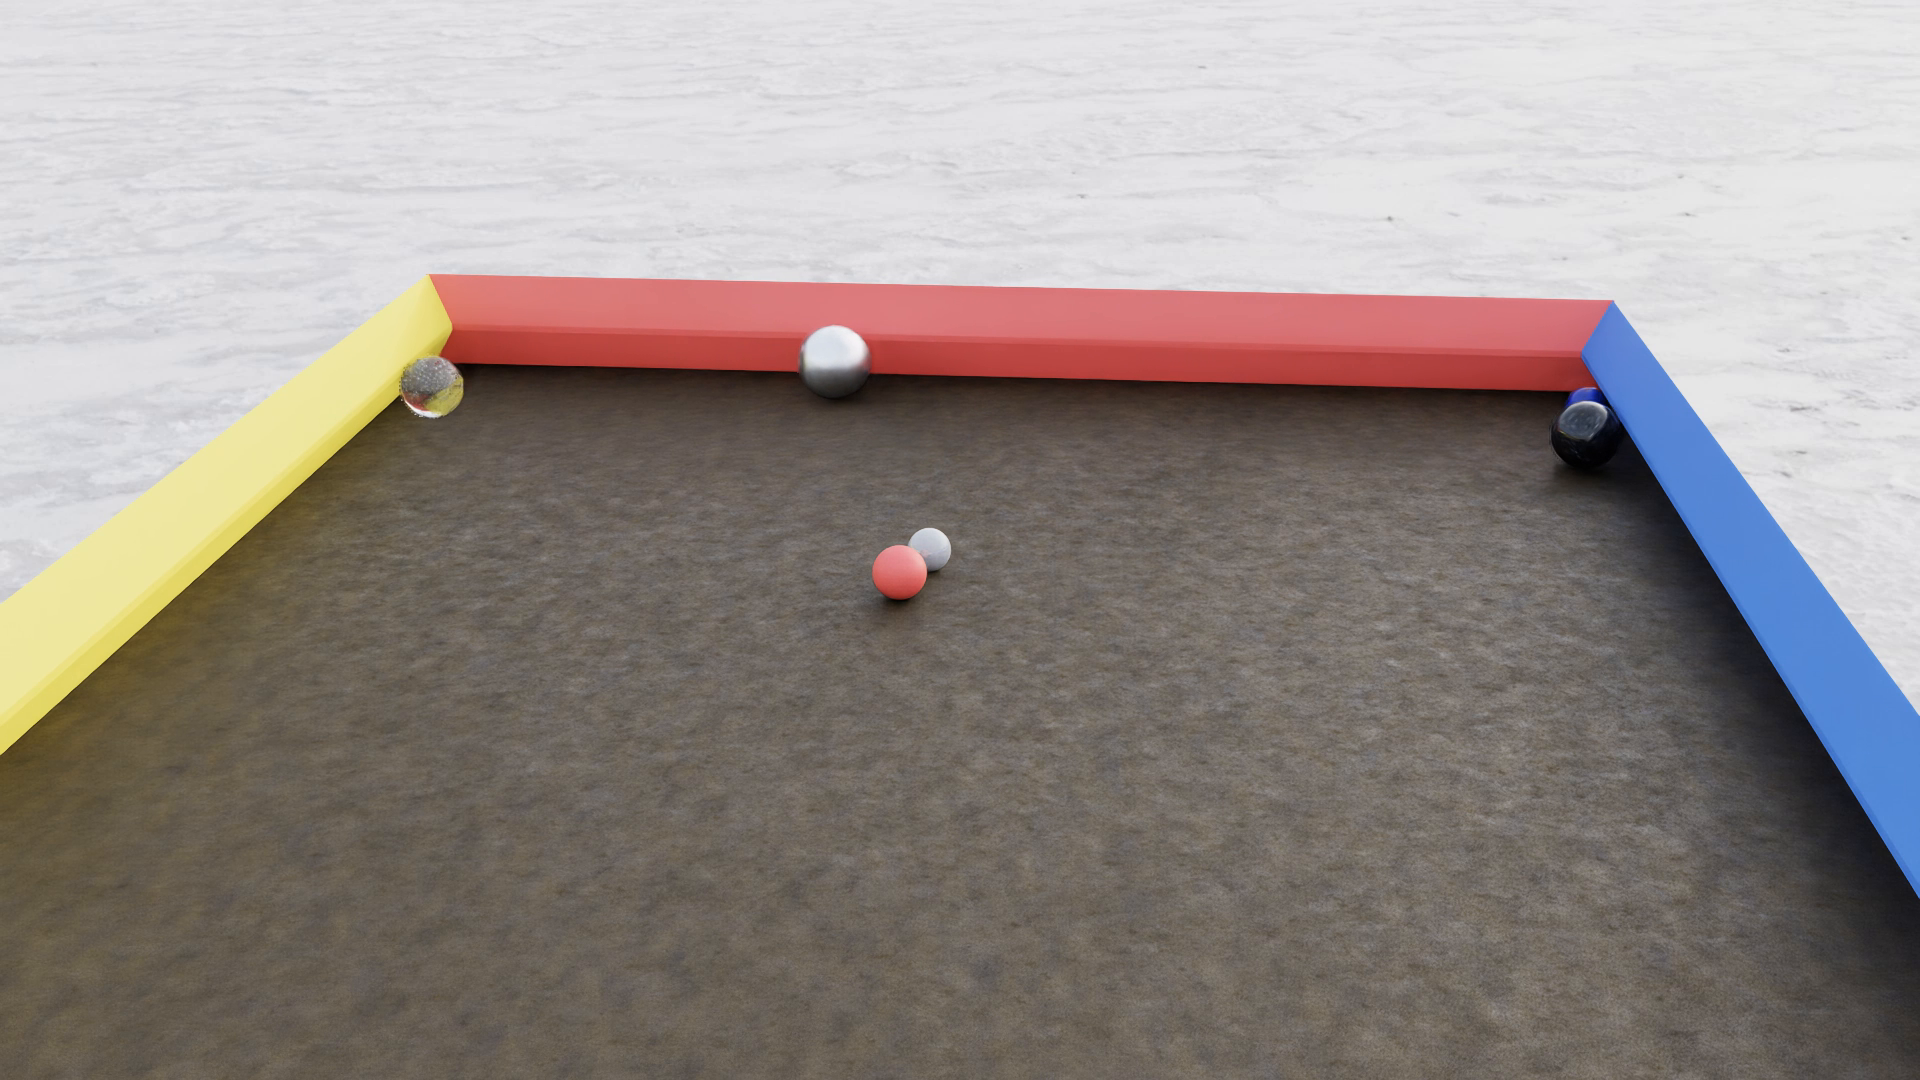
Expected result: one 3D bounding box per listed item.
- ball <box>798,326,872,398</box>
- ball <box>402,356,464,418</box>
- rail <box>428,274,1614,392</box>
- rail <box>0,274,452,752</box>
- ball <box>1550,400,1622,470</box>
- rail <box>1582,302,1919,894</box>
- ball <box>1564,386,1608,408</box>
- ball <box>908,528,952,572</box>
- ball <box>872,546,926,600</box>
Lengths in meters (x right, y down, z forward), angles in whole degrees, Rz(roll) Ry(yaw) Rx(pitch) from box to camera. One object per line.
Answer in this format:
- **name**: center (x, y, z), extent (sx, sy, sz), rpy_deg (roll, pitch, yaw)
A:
- **ball**: center (-0.172, -0.246, 3.027), extent (0.100, 0.100, 0.100), rpy_deg (0, 21, 0)
- **ball**: center (-0.706, -0.206, 2.947), extent (0.083, 0.083, 0.083), rpy_deg (0, 21, 0)
- **rail**: center (0.064, -0.287, 3.090), extent (1.670, 0.130, 0.045), rpy_deg (2, 21, 5)
- **rail**: center (-0.875, 0.211, 1.787), extent (0.045, 0.130, 2.993), rpy_deg (2, 21, 5)
- **ball**: center (0.783, -0.131, 2.748), extent (0.085, 0.085, 0.085), rpy_deg (0, 21, 0)
- **rail**: center (0.742, 0.262, 1.652), extent (0.045, 0.130, 2.993), rpy_deg (2, 21, 5)
- **ball**: center (0.828, -0.175, 2.906), extent (0.055, 0.055, 0.055), rpy_deg (0, 21, 0)
- **ball**: center (-0.034, 0.011, 2.428), extent (0.048, 0.048, 0.048), rpy_deg (0, 21, 0)
- **ball**: center (-0.065, 0.035, 2.351), extent (0.059, 0.059, 0.059), rpy_deg (0, 21, 0)
